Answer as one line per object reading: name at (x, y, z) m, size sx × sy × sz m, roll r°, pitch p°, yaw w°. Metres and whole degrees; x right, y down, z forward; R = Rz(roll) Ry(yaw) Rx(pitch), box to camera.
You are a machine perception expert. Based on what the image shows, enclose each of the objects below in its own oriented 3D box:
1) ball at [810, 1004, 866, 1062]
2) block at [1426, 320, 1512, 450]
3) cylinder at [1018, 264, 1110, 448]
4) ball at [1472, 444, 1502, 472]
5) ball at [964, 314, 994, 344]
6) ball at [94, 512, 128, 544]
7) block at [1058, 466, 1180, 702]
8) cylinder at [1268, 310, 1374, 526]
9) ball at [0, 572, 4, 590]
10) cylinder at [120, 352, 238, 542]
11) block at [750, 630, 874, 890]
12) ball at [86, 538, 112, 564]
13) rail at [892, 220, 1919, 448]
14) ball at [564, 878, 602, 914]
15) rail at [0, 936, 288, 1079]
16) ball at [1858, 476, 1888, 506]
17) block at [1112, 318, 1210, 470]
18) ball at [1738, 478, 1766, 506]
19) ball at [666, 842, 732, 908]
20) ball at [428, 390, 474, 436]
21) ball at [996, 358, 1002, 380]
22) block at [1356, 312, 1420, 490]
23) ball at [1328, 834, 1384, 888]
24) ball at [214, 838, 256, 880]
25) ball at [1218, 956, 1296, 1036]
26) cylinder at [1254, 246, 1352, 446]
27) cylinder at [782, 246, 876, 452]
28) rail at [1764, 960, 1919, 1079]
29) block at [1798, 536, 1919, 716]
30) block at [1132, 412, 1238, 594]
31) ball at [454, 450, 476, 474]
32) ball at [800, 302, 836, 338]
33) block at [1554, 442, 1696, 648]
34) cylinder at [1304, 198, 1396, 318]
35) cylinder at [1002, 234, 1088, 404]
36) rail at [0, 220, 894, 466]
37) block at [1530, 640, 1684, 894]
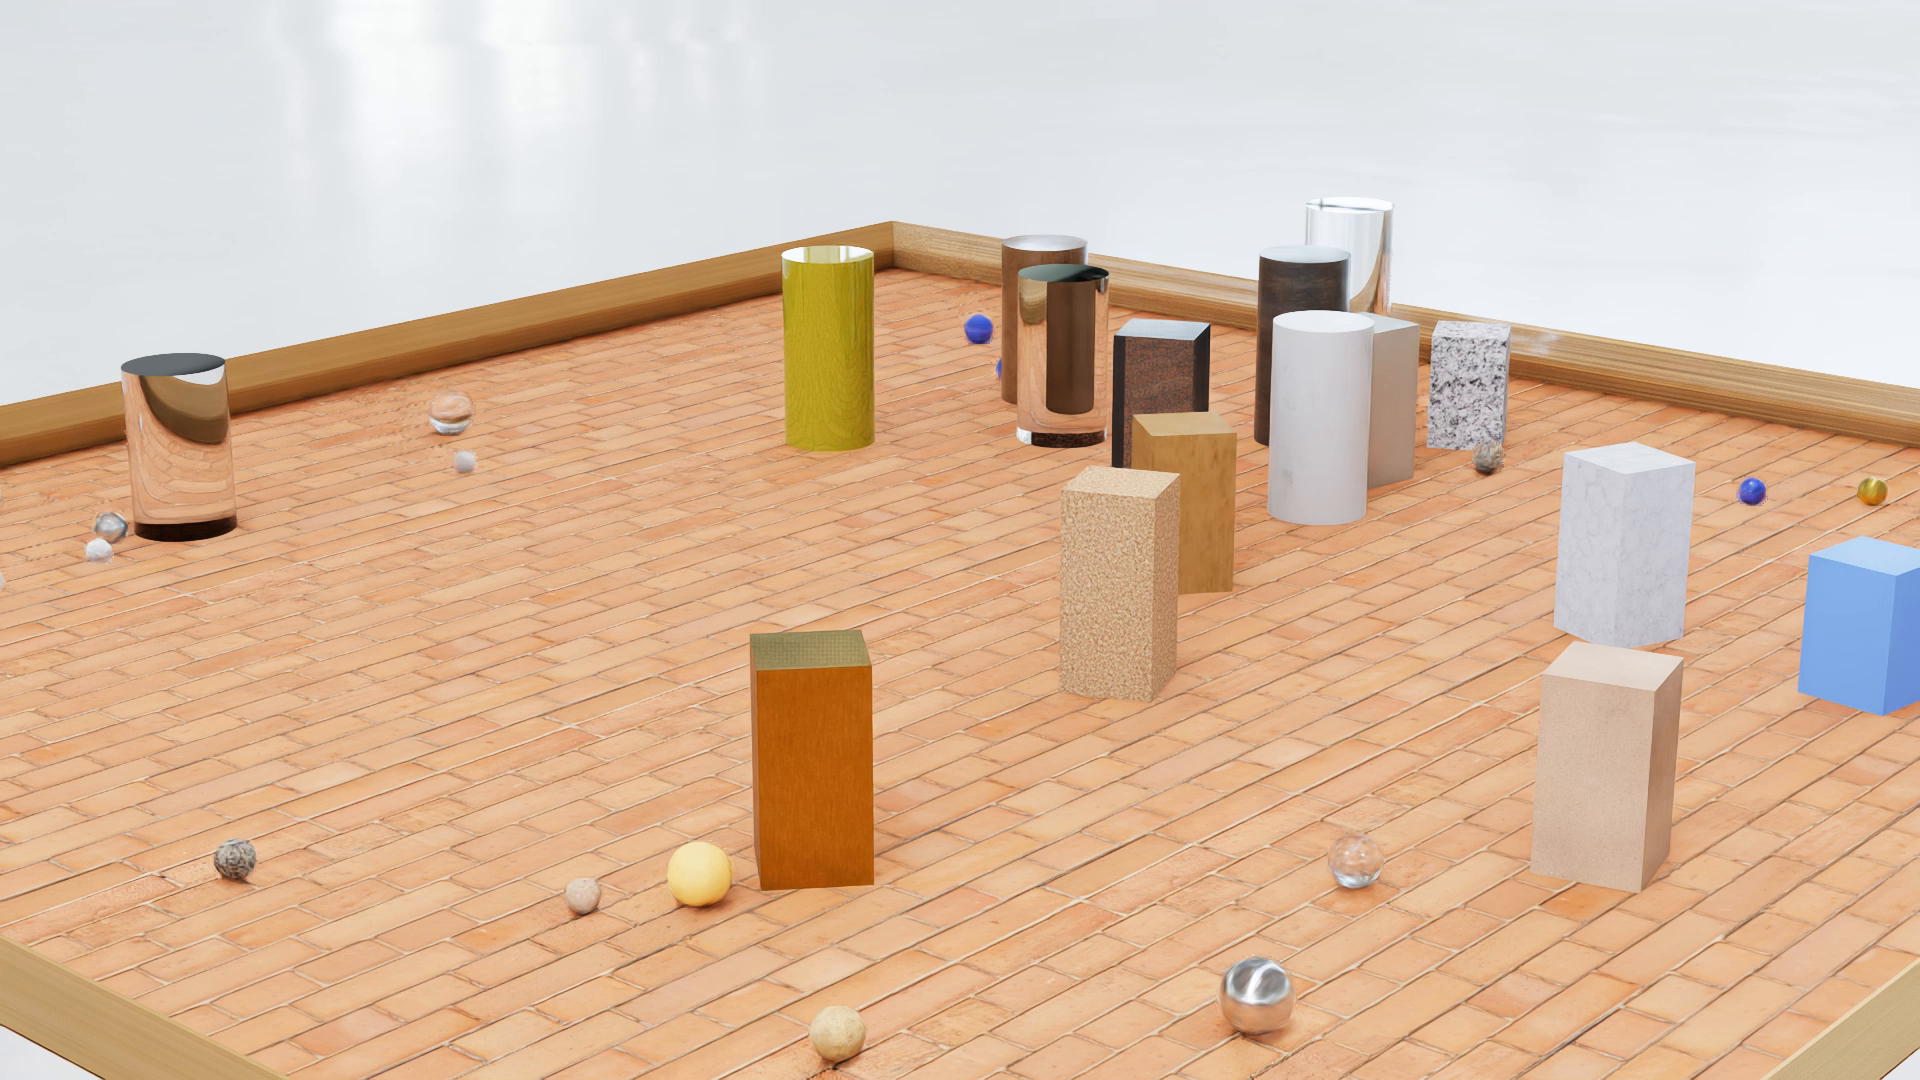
ball at (-0.143, 0.575, 3.421) m, size 0.065 × 0.065 × 0.065 m, roll 0°, pitch 17°, yaw 0°
block at (1.057, -0.320, 6.087) m, size 0.151 × 0.237 × 0.151 m, roll 4°, pitch 17°, yaw 13°
cylinder at (0.214, -0.384, 6.104) m, size 0.189 × 0.349 × 0.189 m, roll 0°, pitch 17°, yaw 0°
ball at (1.059, -0.165, 5.880) m, size 0.059 × 0.059 × 0.059 m, roll 0°, pitch 17°, yaw 0°
ball at (0.045, -0.502, 6.975) m, size 0.071 × 0.071 × 0.071 m, roll 0°, pitch 17°, yaw 0°
ball at (-1.566, -0.022, 5.409) m, size 0.058 × 0.058 × 0.058 m, roll 0°, pitch 17°, yaw 0°
block at (0.253, 0.068, 4.636) m, size 0.151 × 0.333 × 0.151 m, roll 6°, pitch 18°, yaw 18°
cylinder at (0.683, -0.233, 5.564) m, size 0.189 × 0.372 × 0.189 m, roll 0°, pitch 17°, yaw 0°
ball at (-1.692, 0.073, 5.111) m, size 0.049 × 0.049 × 0.049 m, roll 0°, pitch 17°, yaw 0°
cylinder at (-1.456, -0.174, 5.469) m, size 0.189 × 0.315 × 0.189 m, roll 0°, pitch 17°, yaw 0°
block at (-0.199, 0.293, 3.931) m, size 0.151 × 0.310 × 0.151 m, roll -2°, pitch 17°, yaw -7°
ball at (-1.554, 0.020, 5.290) m, size 0.046 × 0.046 × 0.046 m, roll 0°, pitch 17°, yaw 0°
rail at (1.320, -0.409, 6.576) m, size 4.014 × 0.122 × 0.045 m, roll 14°, pitch 22°, yaw 39°
ball at (-0.491, 0.463, 3.822) m, size 0.048 × 0.048 × 0.048 m, roll 0°, pitch 17°, yaw 0°
rail at (-1.320, 0.470, 3.666) m, size 4.014 × 0.122 × 0.045 m, roll 14°, pitch 22°, yaw 39°
ball at (1.758, -0.093, 5.649) m, size 0.056 × 0.056 × 0.056 m, roll 0°, pitch 17°, yaw 0°
block at (0.376, -0.214, 5.501) m, size 0.151 × 0.372 × 0.151 m, roll 5°, pitch 18°, yaw 16°
ball at (1.528, -0.094, 5.656) m, size 0.053 × 0.053 × 0.053 m, roll 0°, pitch 17°, yaw 0°
ball at (-0.341, 0.438, 3.841) m, size 0.086 × 0.086 × 0.086 m, roll 0°, pitch 17°, yaw 0°
ball at (-1.069, -0.268, 6.160) m, size 0.094 × 0.094 × 0.094 m, roll 0°, pitch 17°, yaw 0°
ball at (0.112, -0.385, 6.599) m, size 0.064 × 0.064 × 0.064 m, roll 0°, pitch 17°, yaw 0°
block at (0.797, -0.276, 5.810) m, size 0.151 × 0.313 × 0.151 m, roll -13°, pitch 21°, yaw -37°
ball at (0.526, 0.427, 3.899) m, size 0.073 × 0.073 × 0.073 m, roll 0°, pitch 17°, yaw 0°
ball at (-0.971, 0.427, 3.928) m, size 0.055 × 0.055 × 0.055 m, roll 0°, pitch 17°, yaw 0°
ball at (0.353, 0.542, 3.485) m, size 0.092 × 0.092 × 0.092 m, roll 0°, pitch 17°, yaw 0°
cylinder at (0.709, -0.400, 6.081) m, size 0.189 × 0.393 × 0.189 m, roll 0°, pitch 17°, yaw 0°
cylinder at (-0.271, -0.398, 6.073) m, size 0.189 × 0.393 × 0.189 m, roll 0°, pitch 17°, yaw 0°
rail at (1.498, 0.407, 3.876) m, size 0.045 × 0.122 × 4.073 m, roll 14°, pitch 22°, yaw 39°
block at (1.432, 0.133, 4.604) m, size 0.151 × 0.228 × 0.151 m, roll -15°, pitch 22°, yaw -40°
block at (0.391, -0.065, 5.157) m, size 0.151 × 0.288 × 0.151 m, roll -3°, pitch 17°, yaw -9°
ball at (-0.994, -0.156, 5.878) m, size 0.044 × 0.044 × 0.044 m, roll 0°, pitch 17°, yaw 0°
ball at (-0.343, -0.530, 7.043) m, size 0.086 × 0.086 × 0.086 m, roll 0°, pitch 17°, yaw 0°
block at (1.105, 0.009, 4.882) m, size 0.151 × 0.304 × 0.151 m, roll -9°, pitch 19°, yaw -27°
cylinder at (0.828, -0.494, 6.288) m, size 0.189 × 0.453 × 0.189 m, roll 0°, pitch 17°, yaw 0°
cylinder at (0.185, -0.482, 6.433) m, size 0.189 × 0.347 × 0.189 m, roll 0°, pitch 17°, yaw 0°
rail at (-1.498, -0.346, 6.366) m, size 0.045 × 0.122 × 4.073 m, roll 14°, pitch 22°, yaw 39°
block at (0.870, 0.303, 3.942) m, size 0.151 × 0.285 × 0.151 m, roll 9°, pitch 19°, yaw 26°
